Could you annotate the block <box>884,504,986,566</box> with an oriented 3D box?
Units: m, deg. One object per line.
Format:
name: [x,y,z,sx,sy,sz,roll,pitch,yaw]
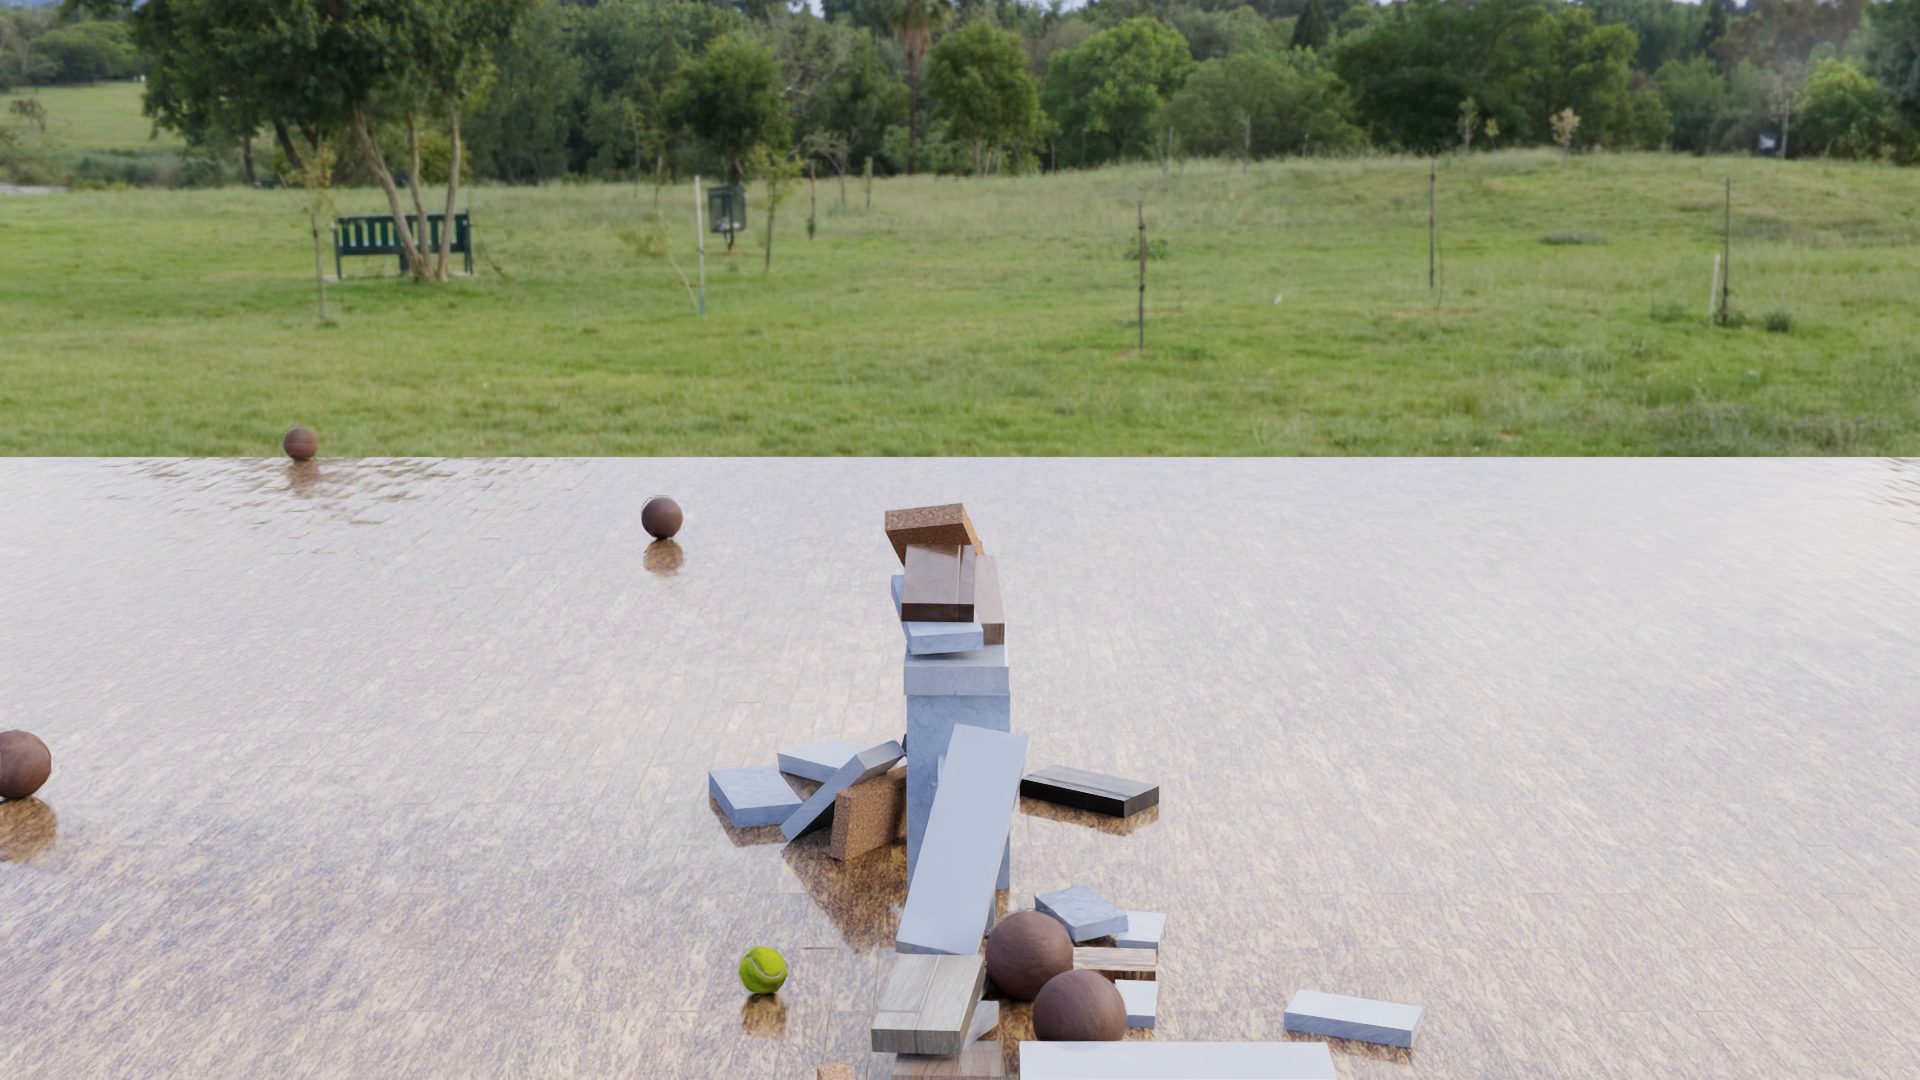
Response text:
block: [-0.036,0.022,4.012,0.141,0.040,0.282,-6,-28,10]

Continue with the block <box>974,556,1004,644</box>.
block: [-0.001,0.103,3.857,0.141,0.040,0.282,0,24,-2]

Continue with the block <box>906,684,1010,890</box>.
block: [-0.003,0.413,3.681,0.172,0.344,0.049,0,10,0]

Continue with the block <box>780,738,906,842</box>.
block: [-0.210,0.447,3.924,0.238,0.034,0.119,-45,-17,32]

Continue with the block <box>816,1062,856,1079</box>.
block: [-0.124,0.727,2.556,0.039,0.136,0.272,-2,11,-13]

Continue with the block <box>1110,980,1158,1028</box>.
block: [0.253,0.671,3.184,0.065,0.018,0.130,1,11,7]

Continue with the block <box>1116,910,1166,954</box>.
block: [0.287,0.618,3.469,0.065,0.018,0.130,2,11,11]

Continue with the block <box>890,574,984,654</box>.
block: [-0.041,0.121,3.723,0.120,0.034,0.240,-3,24,-9]

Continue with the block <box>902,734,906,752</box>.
block: [-0.014,0.428,4.062,0.119,0.034,0.238,4,-28,22]

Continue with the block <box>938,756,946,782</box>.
block: [0.015,0.390,3.549,0.102,0.029,0.203,0,11,0]

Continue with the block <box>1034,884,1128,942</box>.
block: [0.193,0.596,3.514,0.090,0.025,0.180,-10,10,-17]

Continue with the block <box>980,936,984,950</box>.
block: [0.004,0.572,3.412,0.065,0.130,0.018,0,10,0]

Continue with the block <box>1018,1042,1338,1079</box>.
block: [0.280,0.712,2.825,0.405,0.051,0.180,0,16,0]

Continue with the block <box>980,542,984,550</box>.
block: [-0.014,0.059,4.273,0.120,0.034,0.239,0,-20,2]

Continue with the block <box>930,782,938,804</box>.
block: [0.004,0.498,3.604,0.102,0.203,0.029,-1,9,-3]

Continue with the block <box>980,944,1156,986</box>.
block: [0.162,0.642,3.319,0.264,0.025,0.090,1,11,5]

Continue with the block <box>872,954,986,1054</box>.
block: [-0.040,0.617,2.935,0.116,0.033,0.231,-1,13,9]

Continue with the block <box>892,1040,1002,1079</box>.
block: [-0.014,0.689,2.847,0.136,0.039,0.272,0,-4,1]

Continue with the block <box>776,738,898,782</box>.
block: [-0.242,0.434,4.300,0.127,0.036,0.255,-12,8,-31]

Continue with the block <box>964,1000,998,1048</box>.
block: [-0.029,0.664,3.023,0.116,0.033,0.231,1,-3,14]

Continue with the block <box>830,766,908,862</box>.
block: [-0.141,0.481,3.919,0.034,0.119,0.238,17,18,31]

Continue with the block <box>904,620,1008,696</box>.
block: [-0.005,0.199,3.758,0.172,0.049,0.344,0,10,0]

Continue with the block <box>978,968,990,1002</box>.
block: [-0.026,0.638,3.149,0.116,0.033,0.231,1,-5,7]

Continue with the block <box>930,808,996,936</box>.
block: [0.005,0.522,3.473,0.102,0.203,0.029,1,9,3]

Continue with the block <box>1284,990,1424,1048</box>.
block: [0.559,0.679,3.122,0.180,0.025,0.090,4,11,22]

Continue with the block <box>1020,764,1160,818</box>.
block: [0.245,0.477,4.185,0.239,0.034,0.120,8,13,37]

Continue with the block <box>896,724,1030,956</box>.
block: [0.007,0.461,3.369,0.120,0.034,0.401,10,51,8]

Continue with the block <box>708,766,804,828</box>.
block: [-0.387,0.482,4.149,0.127,0.036,0.255,-3,11,-17]

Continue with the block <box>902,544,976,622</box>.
block: [-0.035,0.072,3.751,0.120,0.034,0.240,1,24,1]
